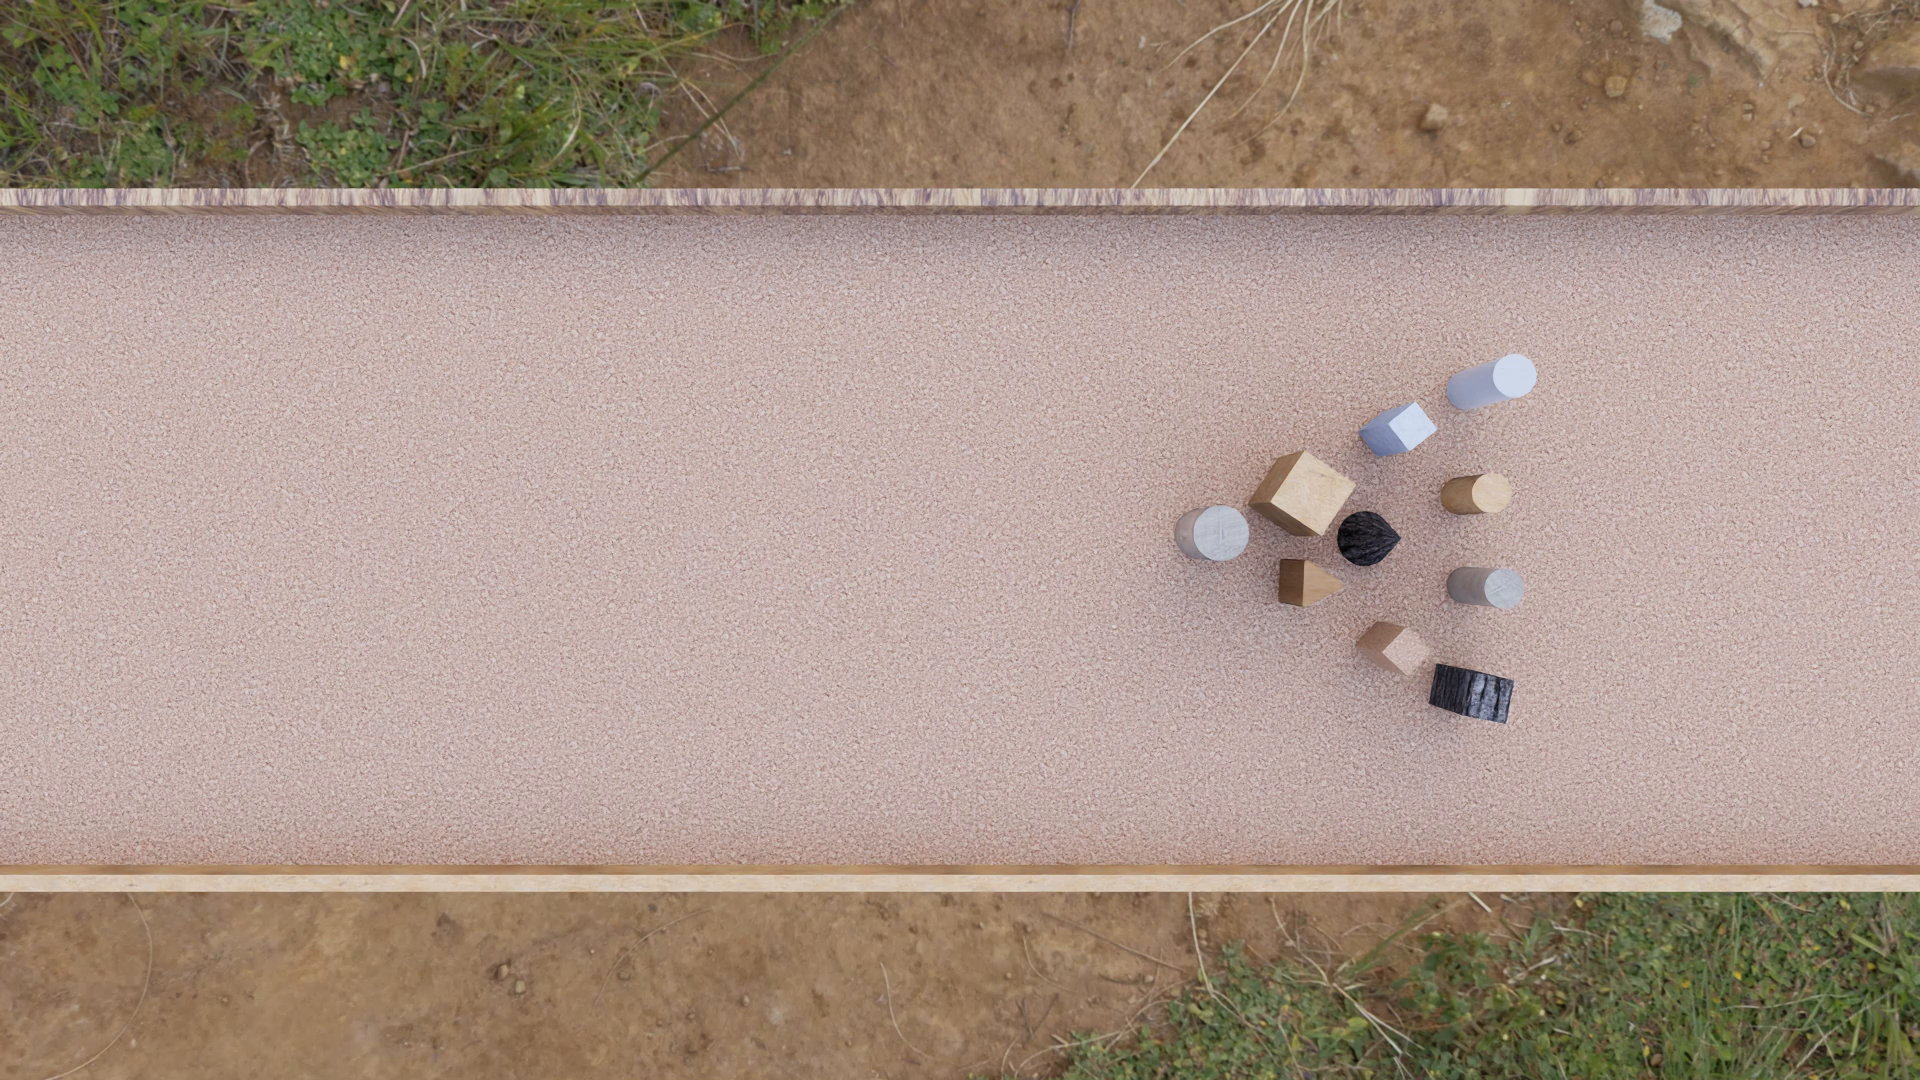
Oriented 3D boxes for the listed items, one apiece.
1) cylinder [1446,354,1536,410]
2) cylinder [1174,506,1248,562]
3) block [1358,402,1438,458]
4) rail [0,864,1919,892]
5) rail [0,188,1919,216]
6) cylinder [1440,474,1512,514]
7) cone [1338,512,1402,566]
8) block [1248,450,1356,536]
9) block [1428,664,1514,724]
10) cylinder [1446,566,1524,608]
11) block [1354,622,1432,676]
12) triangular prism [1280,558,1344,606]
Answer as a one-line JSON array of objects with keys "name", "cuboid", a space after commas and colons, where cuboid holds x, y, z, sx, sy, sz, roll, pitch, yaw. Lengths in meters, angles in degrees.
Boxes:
[{"name": "cylinder", "cuboid": [1.559, -0.461, 4.855, 0.122, 0.443, 0.122, 0, 90, 0]}, {"name": "cylinder", "cuboid": [0.739, -0.019, 4.873, 0.158, 0.407, 0.158, 0, 90, 0]}, {"name": "block", "cuboid": [1.294, -0.325, 4.896, 0.101, 0.361, 0.101, -38, 90, 0]}, {"name": "rail", "cuboid": [-2.247, 1.025, 5.001, 12.000, 0.150, 0.050, 0, 90, 0]}, {"name": "rail", "cuboid": [-2.247, -1.025, 5.002, 12.000, 0.150, 0.050, 0, 90, 0]}, {"name": "cylinder", "cuboid": [1.537, -0.136, 4.921, 0.115, 0.310, 0.115, 0, 90, 0]}, {"name": "cone", "cuboid": [1.246, -0.004, 4.863, 0.169, 0.427, 0.169, 0, 90, 0]}, {"name": "block", "cuboid": [1.005, -0.133, 4.885, 0.176, 0.383, 0.176, 34, 90, 0]}, {"name": "block", "cuboid": [1.517, 0.453, 4.905, 0.127, 0.344, 0.127, 11, 90, 0]}, {"name": "cylinder", "cuboid": [1.555, 0.139, 4.893, 0.114, 0.367, 0.114, 0, 90, 0]}, {"name": "block", "cuboid": [1.286, 0.321, 4.911, 0.101, 0.332, 0.101, 43, 90, 0]}, {"name": "triangular prism", "cuboid": [1.015, 0.109, 4.897, 0.134, 0.360, 0.116, -27, 90, 0]}]
